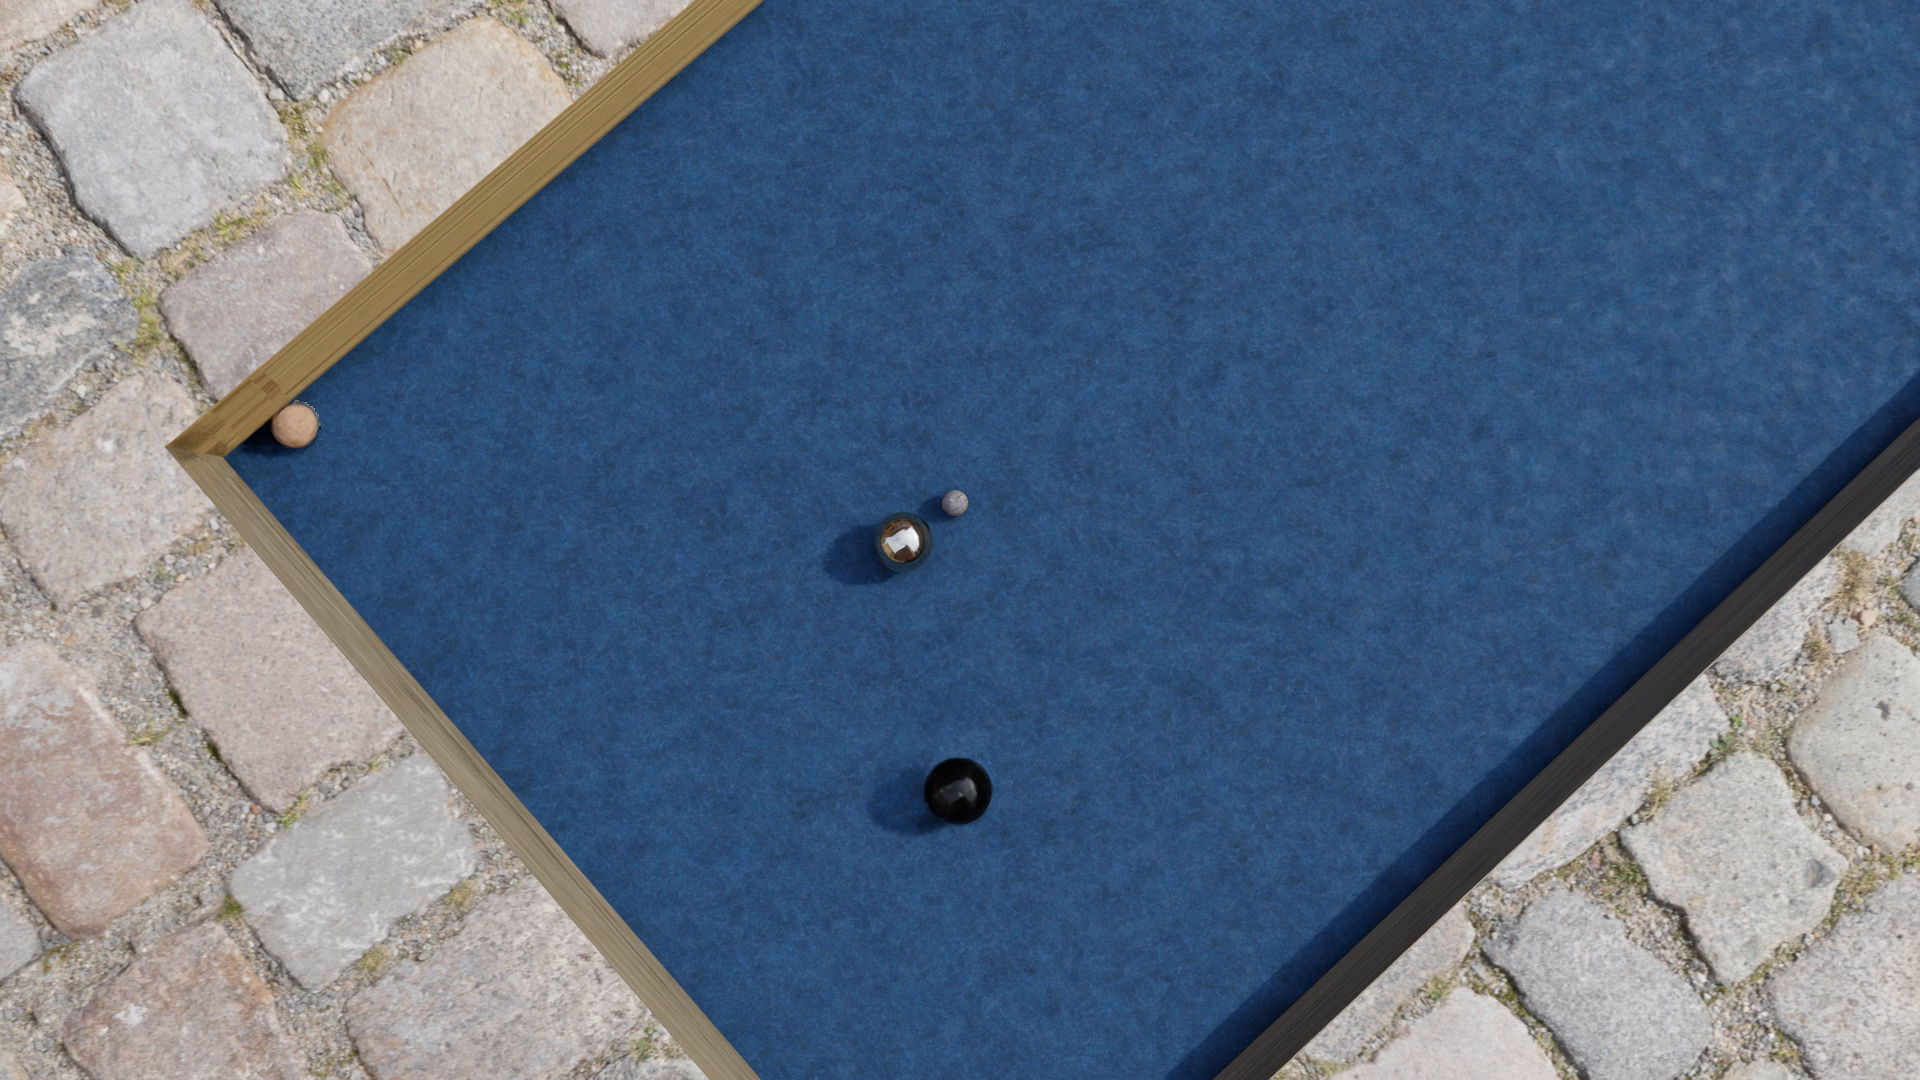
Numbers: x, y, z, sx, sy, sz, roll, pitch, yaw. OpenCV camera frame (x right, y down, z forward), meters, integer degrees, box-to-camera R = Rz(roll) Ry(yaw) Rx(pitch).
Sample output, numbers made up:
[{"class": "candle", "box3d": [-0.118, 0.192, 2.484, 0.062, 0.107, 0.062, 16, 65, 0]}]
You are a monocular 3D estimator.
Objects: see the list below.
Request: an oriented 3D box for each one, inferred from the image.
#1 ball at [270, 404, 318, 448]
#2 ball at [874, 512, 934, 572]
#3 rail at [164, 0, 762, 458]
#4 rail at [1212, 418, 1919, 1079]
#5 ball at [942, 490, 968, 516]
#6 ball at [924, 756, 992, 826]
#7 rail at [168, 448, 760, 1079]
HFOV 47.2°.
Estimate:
[{"class": "ball", "box3d": [-0.998, -0.171, 3.297, 0.068, 0.068, 0.068, 0, 81, 0]}, {"class": "ball", "box3d": [-0.084, 0.003, 3.260, 0.090, 0.090, 0.090, 0, 81, 0]}, {"class": "rail", "box3d": [0.015, -1.137, 3.411, 3.109, 0.128, 0.045, -42, 84, -6]}, {"class": "rail", "box3d": [1.141, 0.100, 3.225, 3.109, 0.128, 0.045, -42, 84, -6]}, {"class": "ball", "box3d": [-0.008, -0.055, 3.294, 0.040, 0.040, 0.040, 0, 81, 0]}, {"class": "ball", "box3d": [-0.002, 0.365, 3.201, 0.099, 0.099, 0.099, 0, 81, 0]}, {"class": "rail", "box3d": [-0.560, 0.494, 3.165, 0.045, 0.128, 1.731, -42, 84, -6]}]
